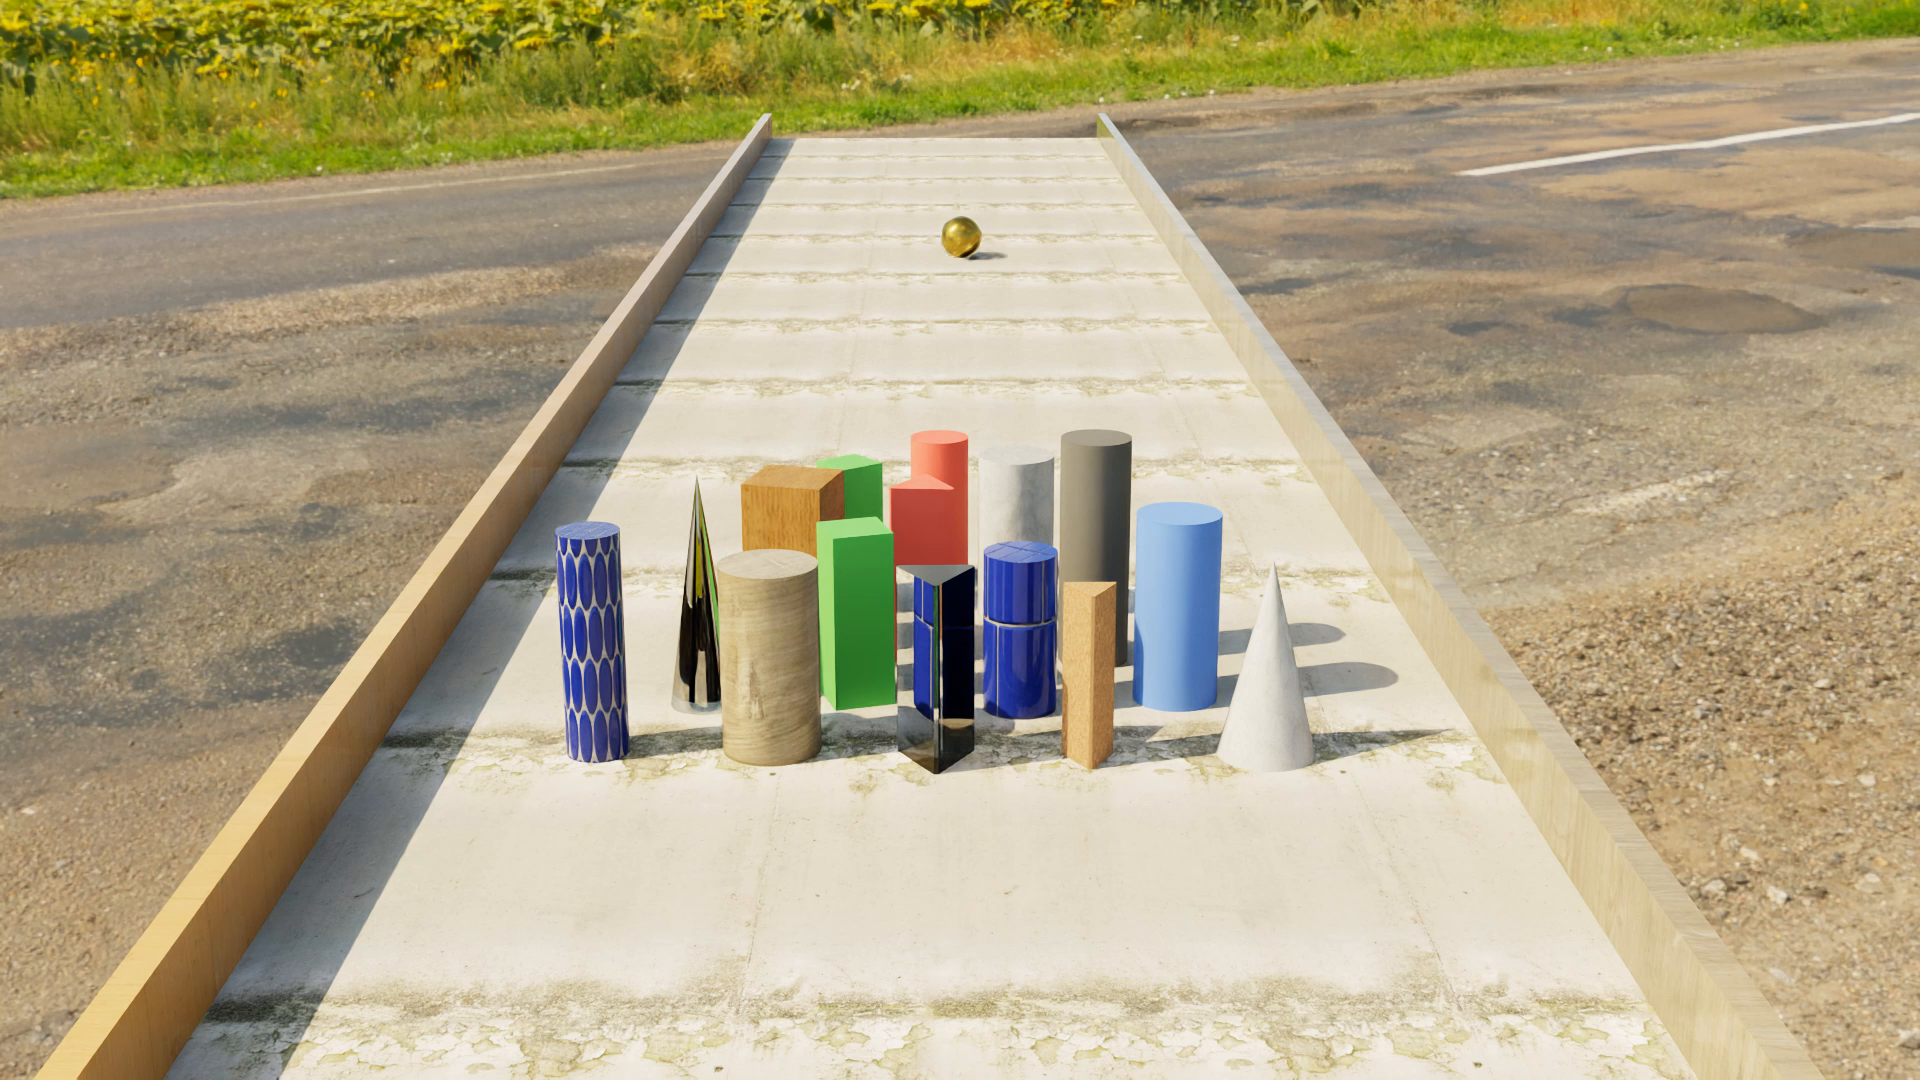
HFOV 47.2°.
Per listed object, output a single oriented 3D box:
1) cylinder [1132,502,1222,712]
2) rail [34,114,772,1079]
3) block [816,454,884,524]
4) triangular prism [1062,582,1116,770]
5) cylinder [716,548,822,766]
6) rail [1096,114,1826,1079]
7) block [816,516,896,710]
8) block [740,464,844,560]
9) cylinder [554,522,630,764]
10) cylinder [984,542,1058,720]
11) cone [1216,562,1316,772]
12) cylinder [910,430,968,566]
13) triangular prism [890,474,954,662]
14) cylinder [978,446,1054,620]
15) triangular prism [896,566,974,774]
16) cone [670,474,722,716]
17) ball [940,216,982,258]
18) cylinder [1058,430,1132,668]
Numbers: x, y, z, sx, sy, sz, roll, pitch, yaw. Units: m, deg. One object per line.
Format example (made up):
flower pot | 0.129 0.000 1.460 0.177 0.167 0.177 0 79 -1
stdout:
cylinder | 0.411 0.125 4.162 0.160 0.367 0.160 0 17 0
rail | -1.118 -0.838 7.780 0.050 0.150 12.000 0 17 -1
block | -0.232 -0.005 4.661 0.100 0.332 0.100 -12 21 -36
triangular prism | 0.239 0.234 3.878 0.079 0.321 0.091 -10 19 -30
cylinder | -0.338 0.208 3.916 0.178 0.348 0.178 0 17 0
rail | 0.932 -0.844 7.801 0.050 0.150 12.000 0 17 -1
block | -0.197 0.139 4.166 0.117 0.339 0.117 -5 17 -18
block | -0.328 0.058 4.369 0.160 0.379 0.160 4 17 14
cylinder | -0.650 0.181 3.892 0.113 0.414 0.113 0 17 0
cylinder | 0.113 0.169 4.120 0.139 0.307 0.139 0 17 0
cone | 0.548 0.207 3.889 0.176 0.365 0.176 0 17 0
cylinder | -0.045 -0.067 4.871 0.127 0.332 0.127 0 17 0
triangular prism | -0.072 0.056 4.407 0.126 0.360 0.109 1 17 4
cylinder | 0.118 -0.011 4.651 0.161 0.349 0.161 0 17 0
triangular prism | -0.026 0.219 3.881 0.117 0.347 0.135 -10 19 -29
cone | -0.486 0.092 4.119 0.128 0.454 0.128 0 17 0
ball | 0.006 -1.266 9.184 0.171 0.171 0.171 0 17 0
cylinder | 0.267 0.018 4.364 0.140 0.456 0.140 0 17 0
